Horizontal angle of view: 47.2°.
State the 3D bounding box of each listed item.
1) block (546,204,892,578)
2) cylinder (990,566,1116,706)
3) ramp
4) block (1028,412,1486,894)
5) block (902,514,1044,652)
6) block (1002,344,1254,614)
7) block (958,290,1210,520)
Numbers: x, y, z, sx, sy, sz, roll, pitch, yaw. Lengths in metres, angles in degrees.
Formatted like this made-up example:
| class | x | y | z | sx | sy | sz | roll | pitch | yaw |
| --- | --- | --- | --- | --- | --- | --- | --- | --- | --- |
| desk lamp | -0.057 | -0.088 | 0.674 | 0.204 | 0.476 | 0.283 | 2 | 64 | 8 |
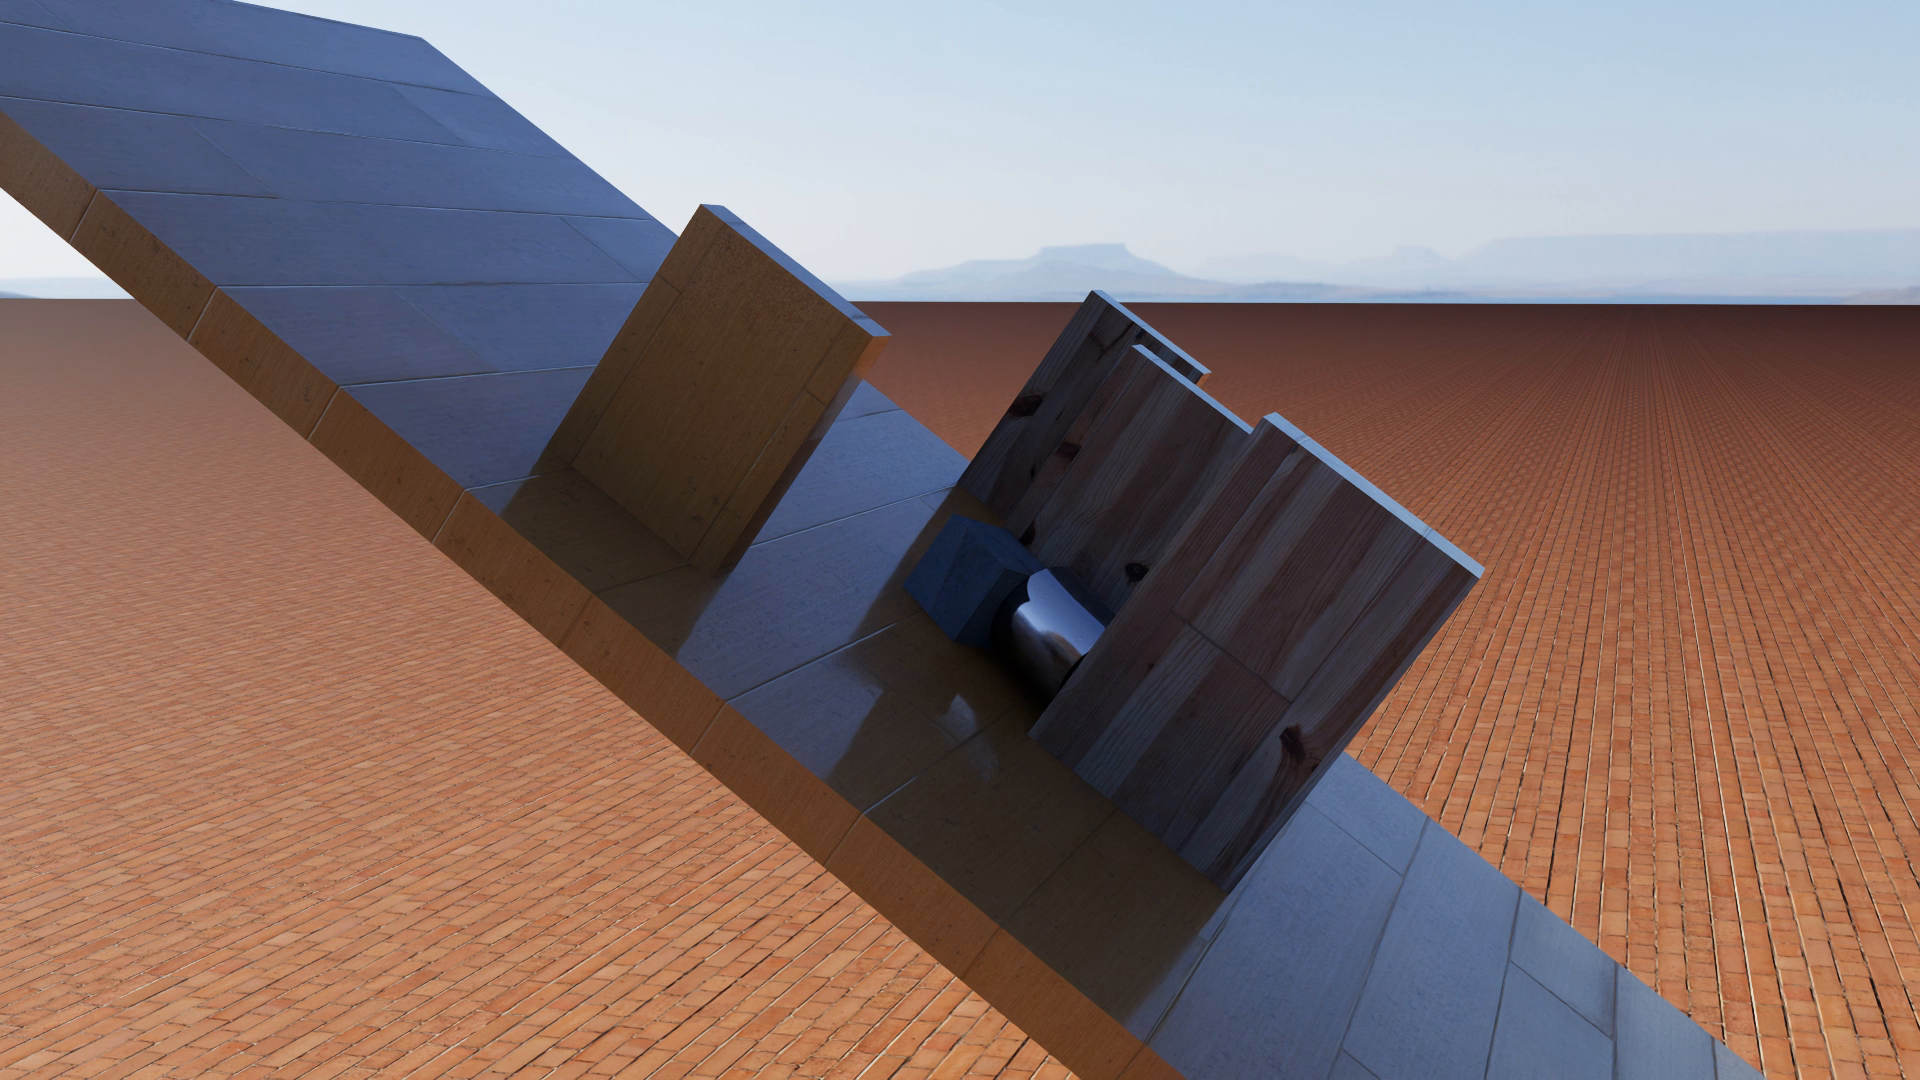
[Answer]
| class | x | y | z | sx | sy | sz | roll | pitch | yaw |
| --- | --- | --- | --- | --- | --- | --- | --- | --- | --- |
| block | -0.385 | -0.236 | 3.488 | 0.349 | 0.471 | 0.089 | 38 | 16 | 10 |
| cylinder | 0.194 | 0.188 | 3.948 | 0.202 | 0.202 | 0.202 | -6 | 40 | -40 |
| ramp | -0.078 | 0.145 | 4.076 | 4.000 | 0.100 | 2.000 | 38 | 16 | 10 |
| block | 0.489 | 0.189 | 3.679 | 0.430 | 0.675 | 0.131 | 38 | 16 | 10 |
| block | 0.039 | 0.081 | 4.009 | 0.166 | 0.166 | 0.166 | 16 | 25 | -50 |
| block | 0.272 | -0.042 | 4.083 | 0.285 | 0.581 | 0.080 | 38 | 16 | 10 |
| block | 0.267 | -0.244 | 4.786 | 0.301 | 0.518 | 0.089 | 38 | 16 | 10 |
